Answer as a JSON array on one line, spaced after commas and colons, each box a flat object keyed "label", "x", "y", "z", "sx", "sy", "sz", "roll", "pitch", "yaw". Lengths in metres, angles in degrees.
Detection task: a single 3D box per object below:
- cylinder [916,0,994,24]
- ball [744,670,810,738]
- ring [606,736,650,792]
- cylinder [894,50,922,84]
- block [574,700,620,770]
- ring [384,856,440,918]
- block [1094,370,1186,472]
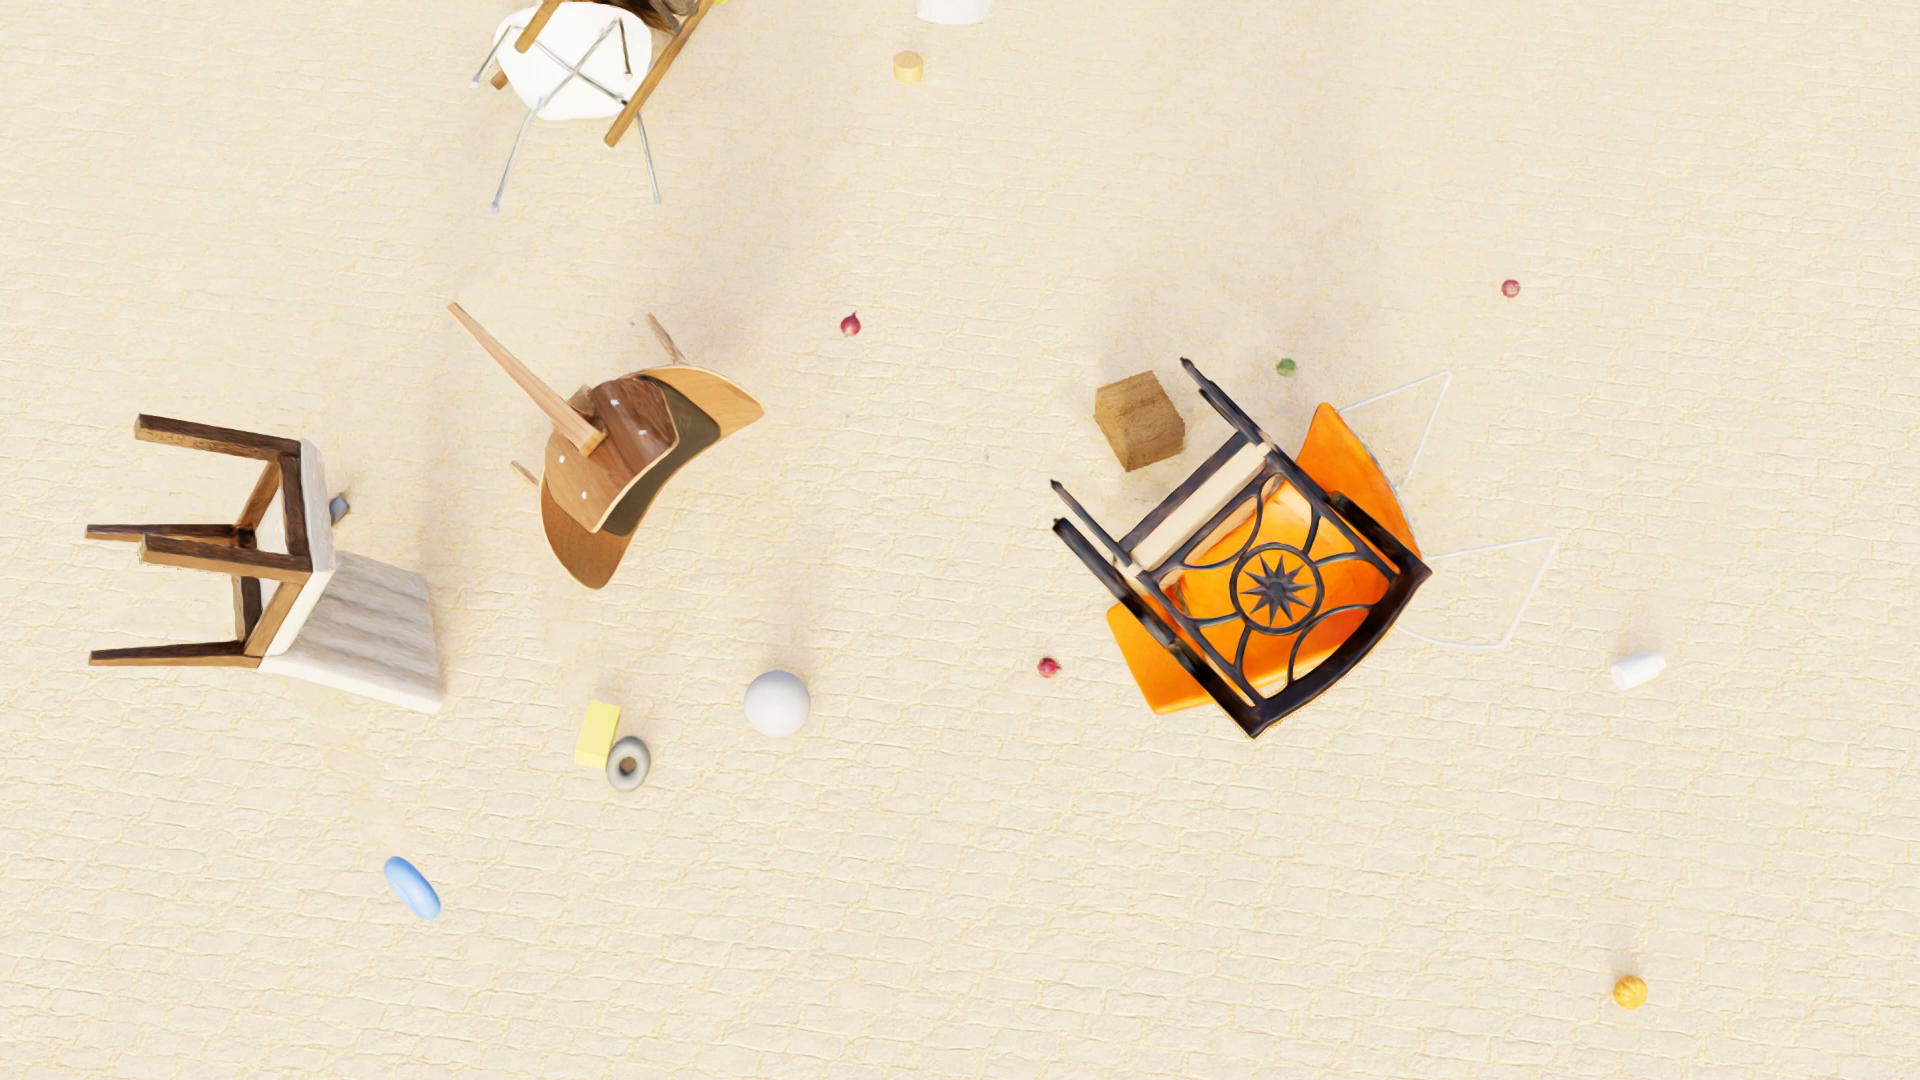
[{"label": "cylinder", "x": 0.005, "y": -1.872, "z": 7.303, "sx": 0.295, "sy": 0.265, "sz": 0.163, "roll": -15, "pitch": 43, "yaw": -35}, {"label": "ball", "x": -0.512, "y": 0.458, "z": 6.153, "sx": 0.189, "sy": 0.189, "sz": 0.189, "roll": 0, "pitch": 56, "yaw": 0}, {"label": "ring", "x": -0.916, "y": 0.620, "z": 6.072, "sx": 0.120, "sy": 0.168, "sz": 0.063, "roll": 13, "pitch": 19, "yaw": -8}, {"label": "cylinder", "x": -0.181, "y": -1.640, "z": 7.632, "sx": 0.100, "sy": 0.071, "sz": 0.087, "roll": 6, "pitch": 56, "yaw": 4}, {"label": "block", "x": -1.004, "y": 0.540, "z": 6.094, "sx": 0.087, "sy": 0.087, "sz": 0.156, "roll": 13, "pitch": 60, "yaw": -4}, {"label": "ring", "x": -1.308, "y": 0.830, "z": 5.249, "sx": 0.173, "sy": 0.188, "sz": 0.056, "roll": 36, "pitch": 63, "yaw": 27}, {"label": "block", "x": 0.548, "y": -0.364, "z": 6.731, "sx": 0.188, "sy": 0.145, "sz": 0.231, "roll": -20, "pitch": 58, "yaw": -13}]
